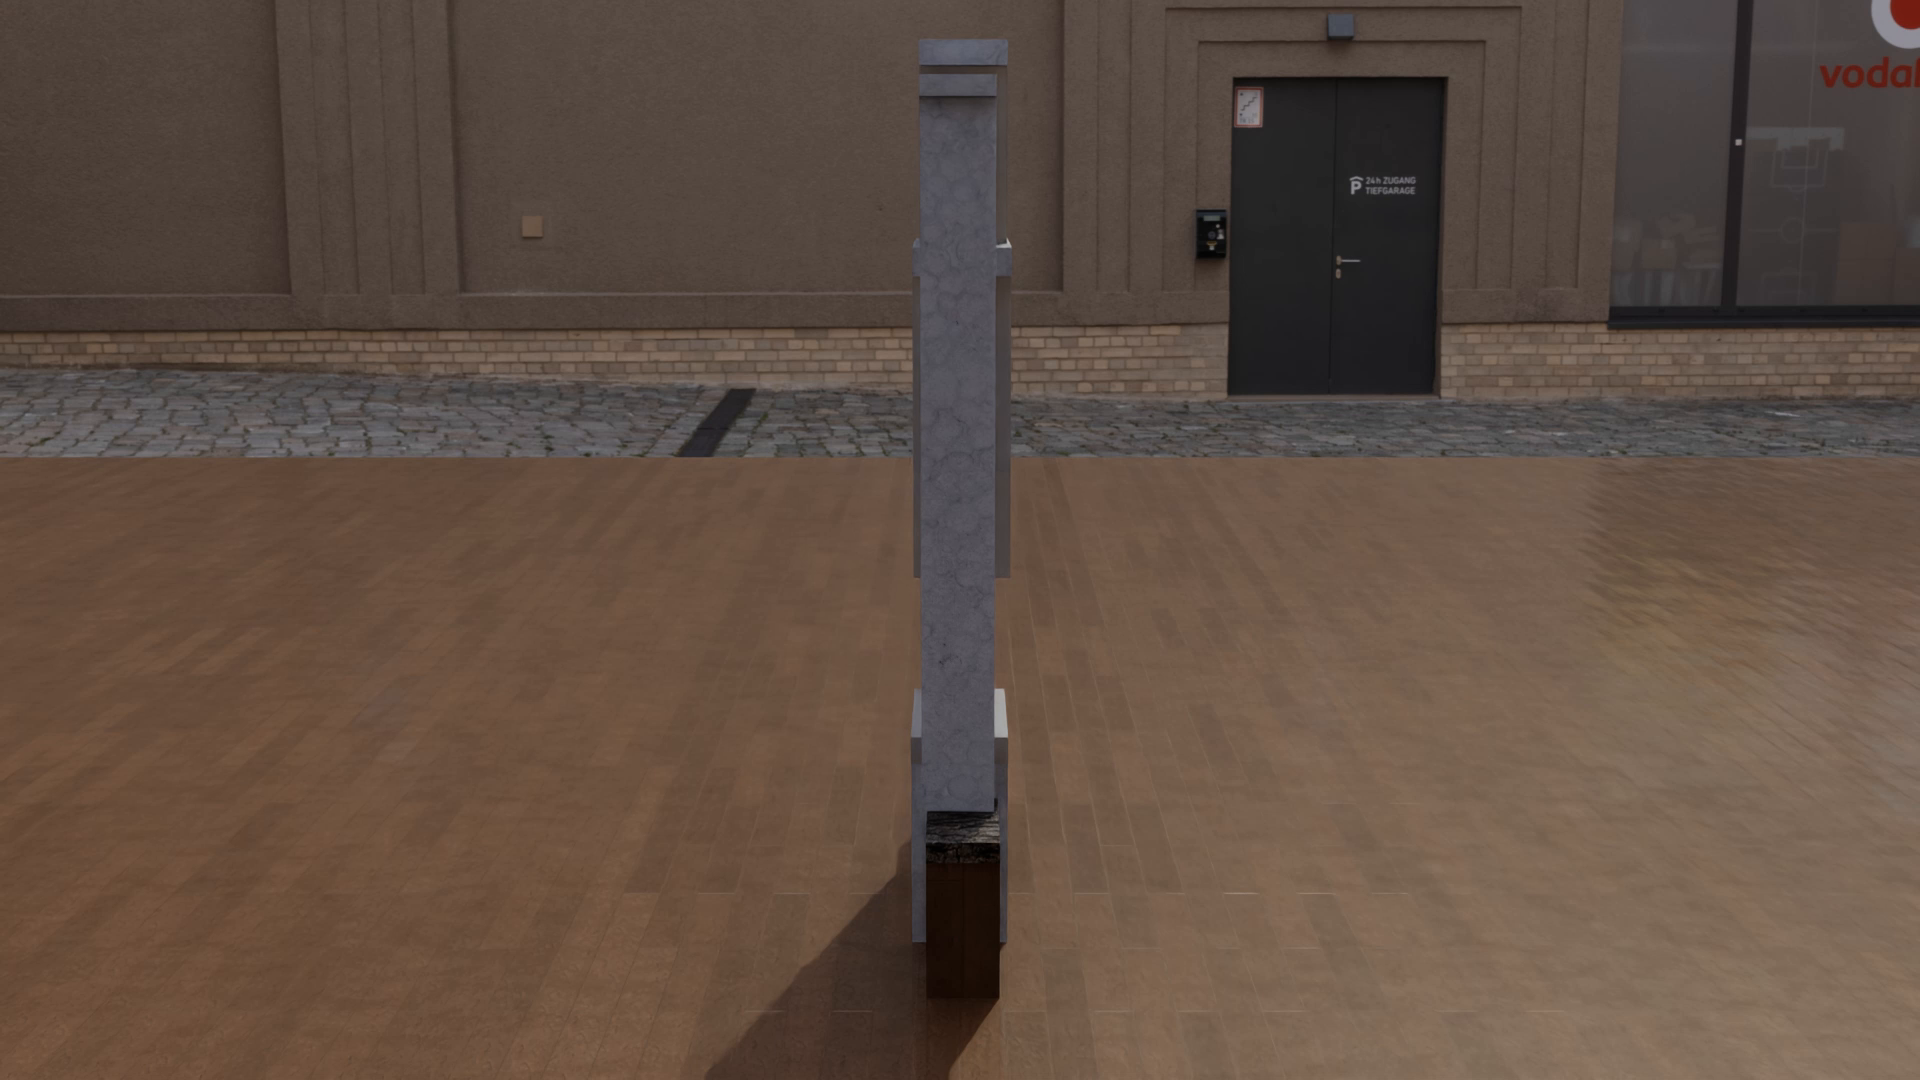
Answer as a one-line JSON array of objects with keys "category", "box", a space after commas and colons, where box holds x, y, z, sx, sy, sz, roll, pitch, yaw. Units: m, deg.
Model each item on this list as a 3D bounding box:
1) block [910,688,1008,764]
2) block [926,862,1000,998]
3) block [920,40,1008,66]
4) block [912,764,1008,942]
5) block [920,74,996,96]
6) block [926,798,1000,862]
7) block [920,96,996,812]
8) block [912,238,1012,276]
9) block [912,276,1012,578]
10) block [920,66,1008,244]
[{"category": "block", "box": [-0.001, 0.295, 3.510, 0.149, 0.042, 0.298, 0, 11, 0]}, {"category": "block", "box": [0.004, 0.564, 3.222, 0.107, 0.214, 0.030, 0, 11, 0]}, {"category": "block", "box": [0.005, -0.757, 3.432, 0.134, 0.038, 0.267, 0, 11, 0]}, {"category": "block", "box": [-0.001, 0.480, 3.444, 0.149, 0.298, 0.042, 0, 11, 0]}, {"category": "block", "box": [-0.003, -0.659, 3.199, 0.109, 0.031, 0.218, 0, 11, 0]}, {"category": "block", "box": [0.004, 0.431, 3.270, 0.107, 0.030, 0.214, 0, 11, 0]}, {"category": "block", "box": [-0.003, -0.113, 3.226, 0.109, 1.054, 0.031, 0, 11, 0]}, {"category": "block", "box": [0.003, -0.440, 3.410, 0.148, 0.042, 0.297, 0, 11, 0]}, {"category": "block", "box": [0.003, -0.173, 3.359, 0.149, 0.463, 0.042, 0, 11, 0]}, {"category": "block", "box": [0.005, -0.590, 3.373, 0.134, 0.267, 0.038, 0, 11, 0]}]
